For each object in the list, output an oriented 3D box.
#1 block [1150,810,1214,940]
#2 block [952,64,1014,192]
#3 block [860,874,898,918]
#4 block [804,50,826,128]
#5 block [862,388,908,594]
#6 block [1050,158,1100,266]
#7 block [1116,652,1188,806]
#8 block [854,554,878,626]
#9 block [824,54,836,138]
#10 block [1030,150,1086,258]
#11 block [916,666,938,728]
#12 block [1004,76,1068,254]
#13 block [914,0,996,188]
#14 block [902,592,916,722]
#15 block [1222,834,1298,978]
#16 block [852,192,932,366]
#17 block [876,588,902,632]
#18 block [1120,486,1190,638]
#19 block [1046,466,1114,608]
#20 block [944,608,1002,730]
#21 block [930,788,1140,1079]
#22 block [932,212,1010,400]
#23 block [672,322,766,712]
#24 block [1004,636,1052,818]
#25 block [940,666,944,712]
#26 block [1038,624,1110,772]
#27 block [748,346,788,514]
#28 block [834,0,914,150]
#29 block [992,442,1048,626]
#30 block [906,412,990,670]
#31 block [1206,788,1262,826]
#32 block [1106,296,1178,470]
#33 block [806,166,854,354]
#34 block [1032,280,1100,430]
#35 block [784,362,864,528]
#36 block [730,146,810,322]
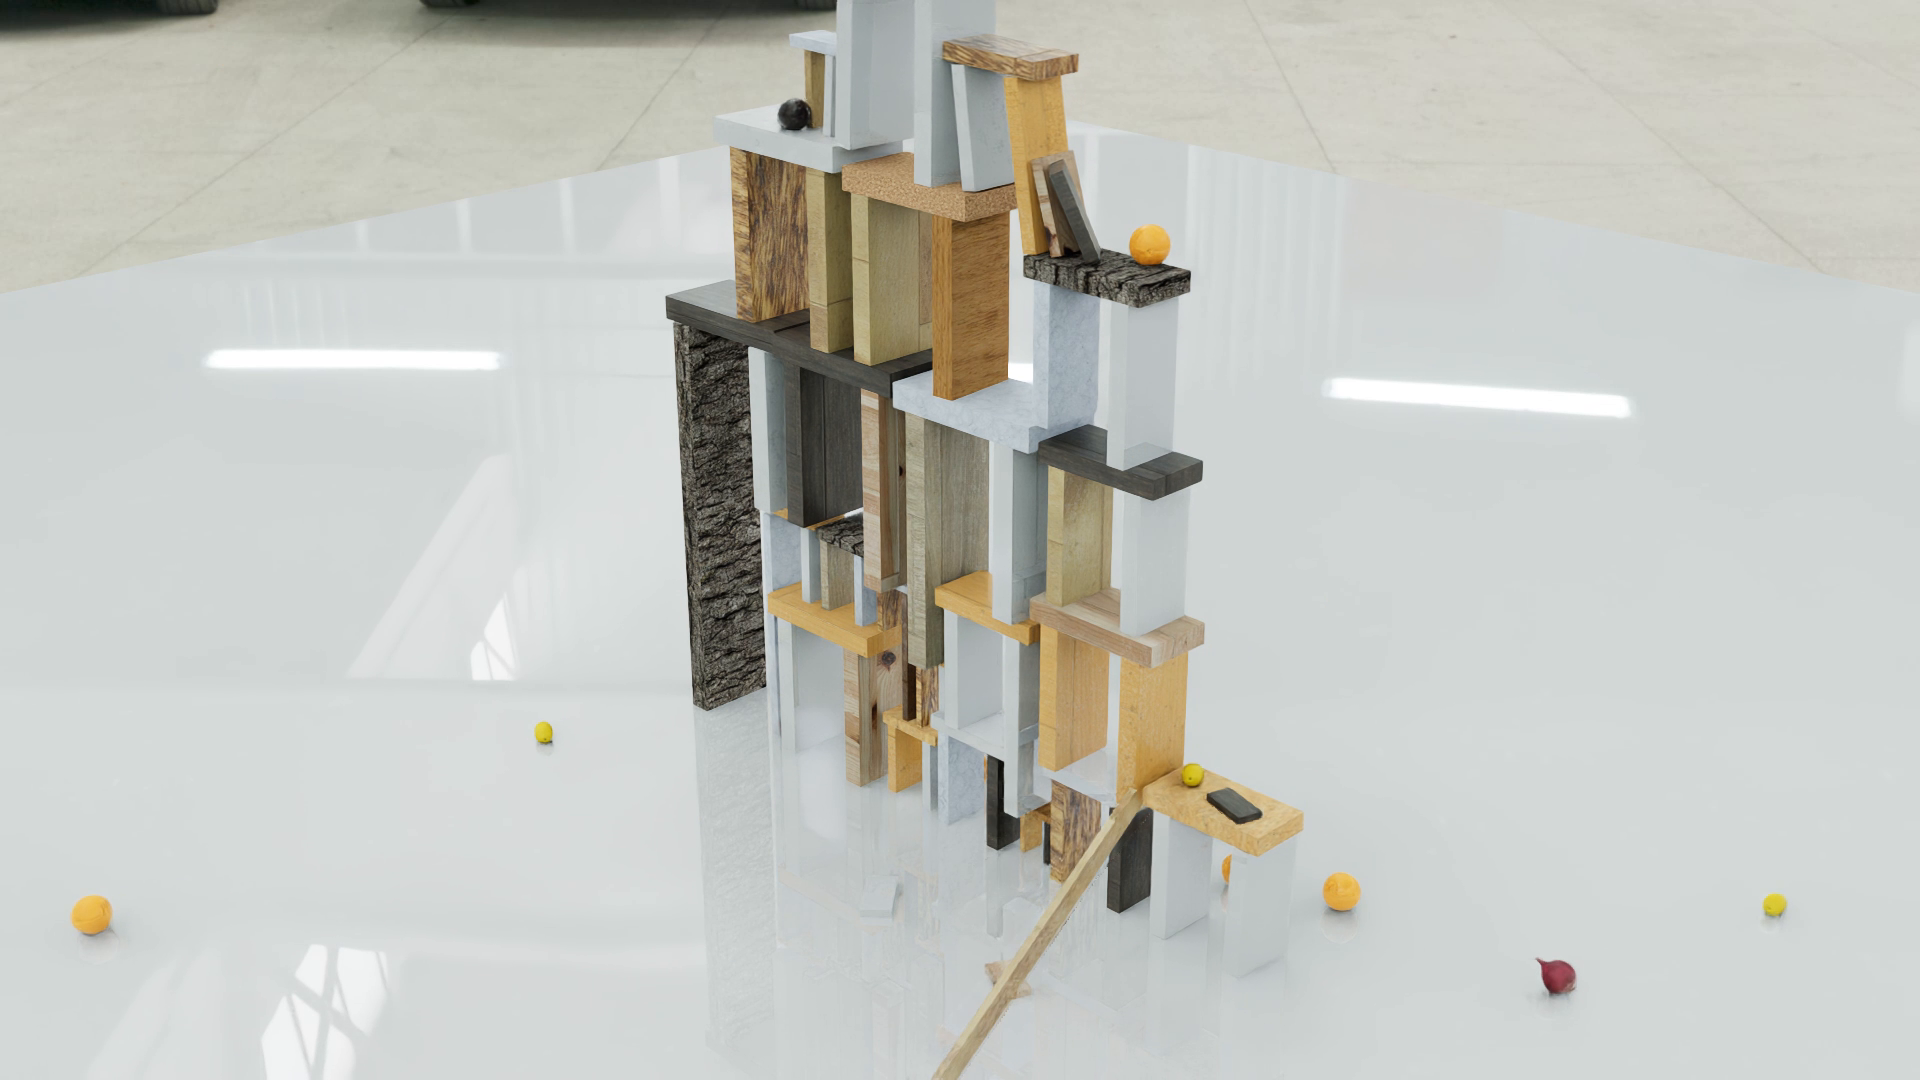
[{"bbox_3d":[0.408,0.591,4.035,0.130,0.259,0.037,-21,31,-41],"label":"block"},{"bbox_3d":[0.045,-0.732,3.866,0.110,0.220,0.031,-21,23,-40],"label":"block"},{"bbox_3d":[-0.152,0.673,4.153,0.060,0.017,0.121,2,23,4],"label":"block"},{"bbox_3d":[-0.257,-0.864,4.175,0.076,0.151,0.021,-17,28,-34],"label":"block"},{"bbox_3d":[-0.110,-0.115,4.295,0.171,0.412,0.049,-21,31,-40],"label":"block"},{"bbox_3d":[0.196,-0.557,3.740,0.024,0.169,0.085,-20,20,12],"label":"block"},{"bbox_3d":[0.349,0.326,3.981,0.041,0.293,0.146,19,30,38],"label":"block"},{"bbox_3d":[-0.178,0.092,4.450,0.077,0.154,0.022,-21,31,-40],"label":"block"},{"bbox_3d":[-0.217,-0.832,4.099,0.076,0.151,0.021,-20,35,-38],"label":"block"},{"bbox_3d":[0.176,-0.579,3.788,0.085,0.169,0.024,-22,14,-41],"label":"block"},{"bbox_3d":[-0.065,0.296,4.414,0.049,0.159,0.014,-21,31,-40],"label":"block"},{"bbox_3d":[0.140,-0.654,3.796,0.031,0.303,0.110,9,23,44],"label":"block"},{"bbox_3d":[-0.009,-0.810,3.891,0.155,0.346,0.044,-21,32,-40],"label":"block"},{"bbox_3d":[-0.092,0.228,4.416,0.054,0.284,0.015,-21,31,-41],"label":"block"},{"bbox_3d":[0.534,0.641,3.916,0.130,0.259,0.037,-18,31,-36],"label":"block"},{"bbox_3d":[-0.126,-0.505,4.149,0.162,0.324,0.046,-21,31,-40],"label":"block"},{"bbox_3d":[-0.142,0.126,4.429,0.015,0.107,0.054,21,31,40],"label":"block"},{"bbox_3d":[0.343,0.026,3.867,0.133,0.266,0.038,-21,31,-40],"label":"block"},{"bbox_3d":[0.218,-0.024,3.984,0.133,0.266,0.038,-21,31,-40],"label":"block"},{"bbox_3d":[0.027,0.234,4.291,0.125,0.250,0.035,-21,31,-40],"label":"block"},{"bbox_3d":[0.122,0.687,3.698,0.014,0.050,0.690,18,55,31],"label":"block"},{"bbox_3d":[0.021,-0.439,4.013,0.046,0.339,0.162,19,29,37],"label":"block"},{"bbox_3d":[-0.516,-0.060,4.766,0.049,0.887,0.173,21,31,41],"label":"block"},{"bbox_3d":[0.142,0.340,4.206,0.125,0.378,0.035,-21,31,-40],"label":"block"},{"bbox_3d":[-0.019,0.287,4.360,0.014,0.099,0.050,21,31,41],"label":"block"},{"bbox_3d":[0.214,0.273,4.107,0.146,0.292,0.041,-21,31,-40],"label":"block"},{"bbox_3d":[-0.345,-0.244,4.503,0.049,0.346,0.173,21,31,40],"label":"block"},{"bbox_3d":[-0.151,-0.880,4.014,0.155,0.311,0.044,-18,32,-37],"label":"block"},{"bbox_3d":[0.141,-0.033,4.063,0.175,0.349,0.049,-20,30,-39],"label":"block"},{"bbox_3d":[-0.022,-0.017,4.247,0.049,0.522,0.175,21,31,41],"label":"block"},{"bbox_3d":[0.483,0.469,3.878,0.050,0.014,0.099,-12,25,-26],"label":"block"},{"bbox_3d":[0.313,-0.278,3.767,0.037,0.295,0.132,21,31,40],"label":"block"},{"bbox_3d":[-0.208,-0.553,4.219,0.176,0.356,0.050,-21,31,-40],"label":"block"},{"bbox_3d":[0.187,-0.340,3.875,0.037,0.265,0.132,21,31,41],"label":"block"},{"bbox_3d":[-0.270,-0.211,4.434,0.171,0.343,0.049,-21,31,-40],"label":"block"},{"bbox_3d":[-0.368,-0.626,4.386,0.176,0.353,0.050,-21,30,-40],"label":"block"}]
